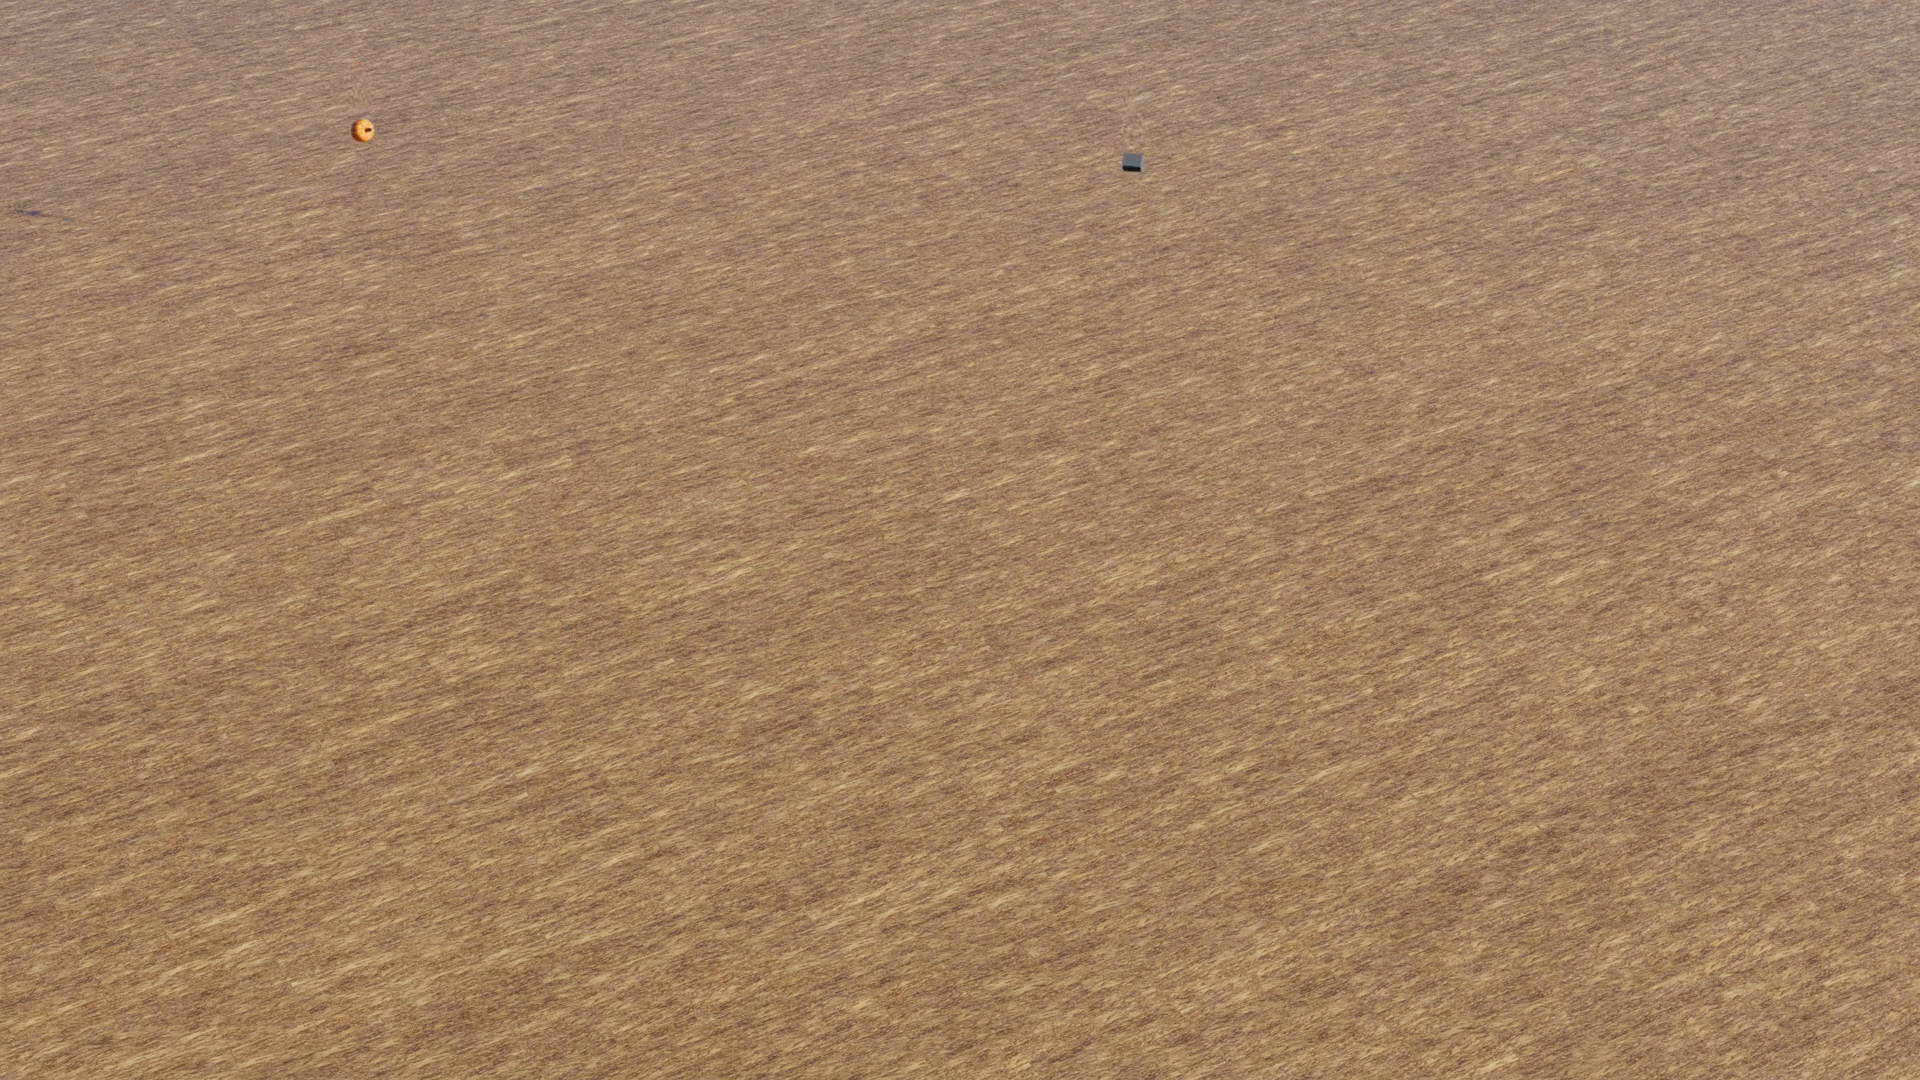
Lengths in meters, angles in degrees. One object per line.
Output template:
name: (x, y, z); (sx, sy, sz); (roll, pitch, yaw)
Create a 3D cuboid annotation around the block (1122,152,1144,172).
block: (0.473, -1.033, 8.022); (0.050, 0.030, 0.041); (7, 70, 14)
